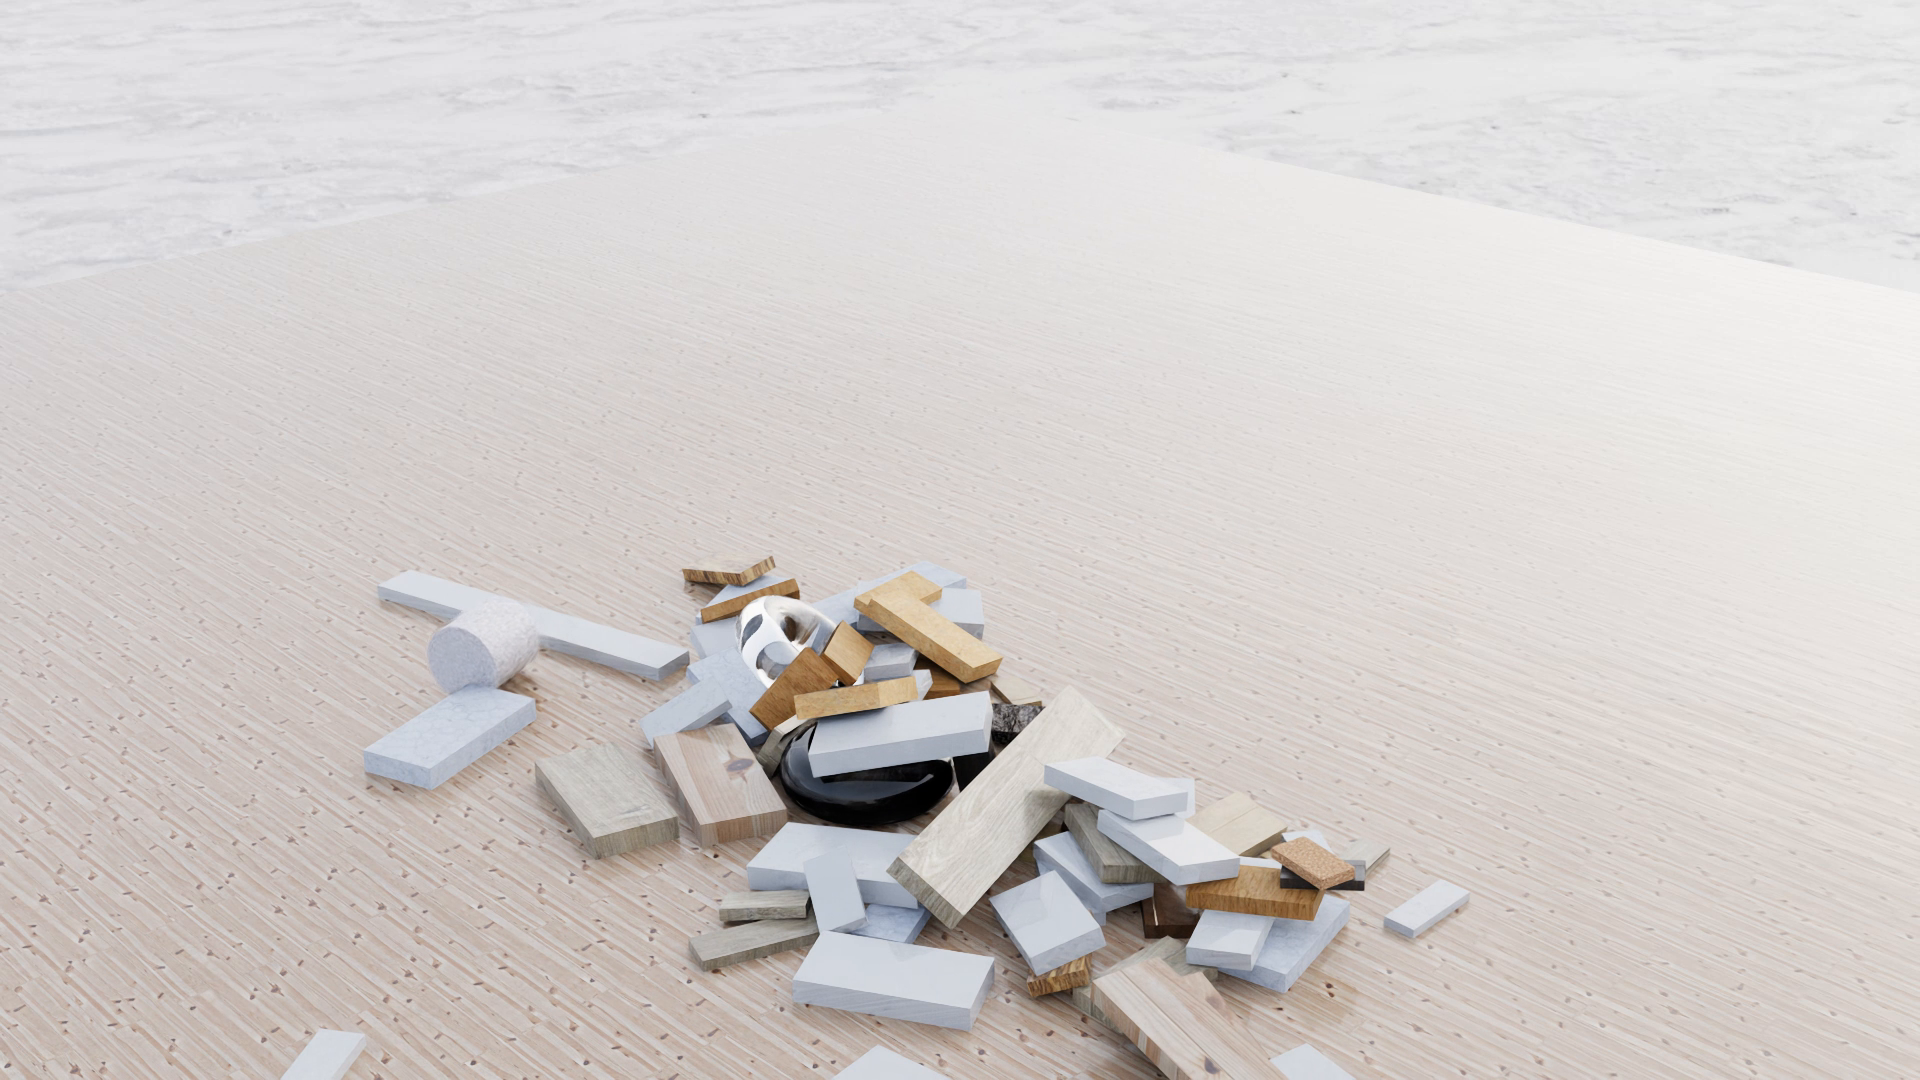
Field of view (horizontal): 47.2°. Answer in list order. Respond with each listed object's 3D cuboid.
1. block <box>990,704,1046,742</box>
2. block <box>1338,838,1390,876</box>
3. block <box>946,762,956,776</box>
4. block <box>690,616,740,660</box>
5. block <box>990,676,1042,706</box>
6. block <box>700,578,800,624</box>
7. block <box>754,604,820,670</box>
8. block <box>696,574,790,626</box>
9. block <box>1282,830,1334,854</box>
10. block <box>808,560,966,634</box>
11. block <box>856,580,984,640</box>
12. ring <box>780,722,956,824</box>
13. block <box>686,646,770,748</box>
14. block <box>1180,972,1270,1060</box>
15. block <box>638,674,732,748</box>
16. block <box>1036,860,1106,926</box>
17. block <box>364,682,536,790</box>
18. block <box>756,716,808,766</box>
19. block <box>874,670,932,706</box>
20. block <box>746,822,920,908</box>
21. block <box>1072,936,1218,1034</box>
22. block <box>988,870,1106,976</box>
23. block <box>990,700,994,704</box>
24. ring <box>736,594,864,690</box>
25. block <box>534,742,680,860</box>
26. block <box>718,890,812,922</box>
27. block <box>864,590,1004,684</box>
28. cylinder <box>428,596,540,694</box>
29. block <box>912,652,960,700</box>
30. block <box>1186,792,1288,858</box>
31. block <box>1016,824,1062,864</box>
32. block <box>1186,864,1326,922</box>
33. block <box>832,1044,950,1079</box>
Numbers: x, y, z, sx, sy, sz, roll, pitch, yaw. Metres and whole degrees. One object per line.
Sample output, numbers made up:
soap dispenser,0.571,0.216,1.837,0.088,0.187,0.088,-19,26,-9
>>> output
block,0.131,0.396,4.741,0.201,0.028,0.100,4,32,-2
block,0.776,0.622,4.272,0.065,0.018,0.131,16,28,33
block,0.021,0.469,4.636,0.056,0.016,0.112,12,26,25
block,-0.484,0.288,4.899,0.139,0.039,0.277,-13,49,-26
block,0.125,0.345,4.923,0.066,0.019,0.132,-9,25,-21
block,-0.478,0.158,5.025,0.226,0.113,0.032,-19,68,-11
block,-0.453,0.243,5.036,0.139,0.039,0.277,12,42,25
block,-0.522,0.157,5.340,0.139,0.039,0.277,7,24,16
block,0.680,0.610,4.248,0.075,0.021,0.150,-4,23,-10
block,-0.255,0.175,5.295,0.613,0.042,0.149,-21,31,-40
block,-0.096,0.166,5.241,0.297,0.042,0.148,5,31,-7
ring,-0.187,0.465,4.511,0.369,0.123,0.369,-1,22,0
block,-0.477,0.341,4.787,0.121,0.034,0.243,-24,54,-34
block,0.415,0.827,3.724,0.114,0.032,0.228,-8,32,-24
block,-0.589,0.373,4.715,0.189,0.027,0.095,-32,43,-6
block,0.208,0.663,4.160,0.103,0.029,0.206,-2,23,-6
block,-1.089,0.416,4.716,0.177,0.050,0.354,11,25,25
block,-0.363,0.413,4.637,0.025,0.088,0.175,37,23,11
block,-0.158,0.362,4.802,0.121,0.034,0.243,-4,26,22
block,-0.208,0.617,4.189,0.352,0.050,0.176,3,23,23
block,0.328,0.782,3.874,0.243,0.034,0.121,-20,30,-38
block,0.156,0.691,3.982,0.136,0.039,0.272,-22,18,-9
block,0.040,0.395,4.782,0.066,0.019,0.132,0,32,1
ring,-0.355,0.252,4.885,0.322,0.107,0.322,32,24,-16
block,-0.719,0.524,4.461,0.177,0.050,0.354,-12,26,-26
block,-0.360,0.679,4.092,0.162,0.023,0.081,-4,12,6
block,-0.060,0.218,5.026,0.297,0.042,0.148,33,21,21
cylinder,-1.072,0.244,4.957,0.179,0.179,0.179,9,25,20
block,-0.073,0.303,5.002,0.121,0.034,0.243,-2,23,-5
block,0.515,0.577,4.290,0.127,0.036,0.255,34,34,30
block,0.083,0.582,4.350,0.210,0.030,0.105,11,25,23
block,0.542,0.640,4.020,0.234,0.033,0.117,3,22,20
block,-0.059,0.925,3.523,0.322,0.046,0.161,17,28,34
